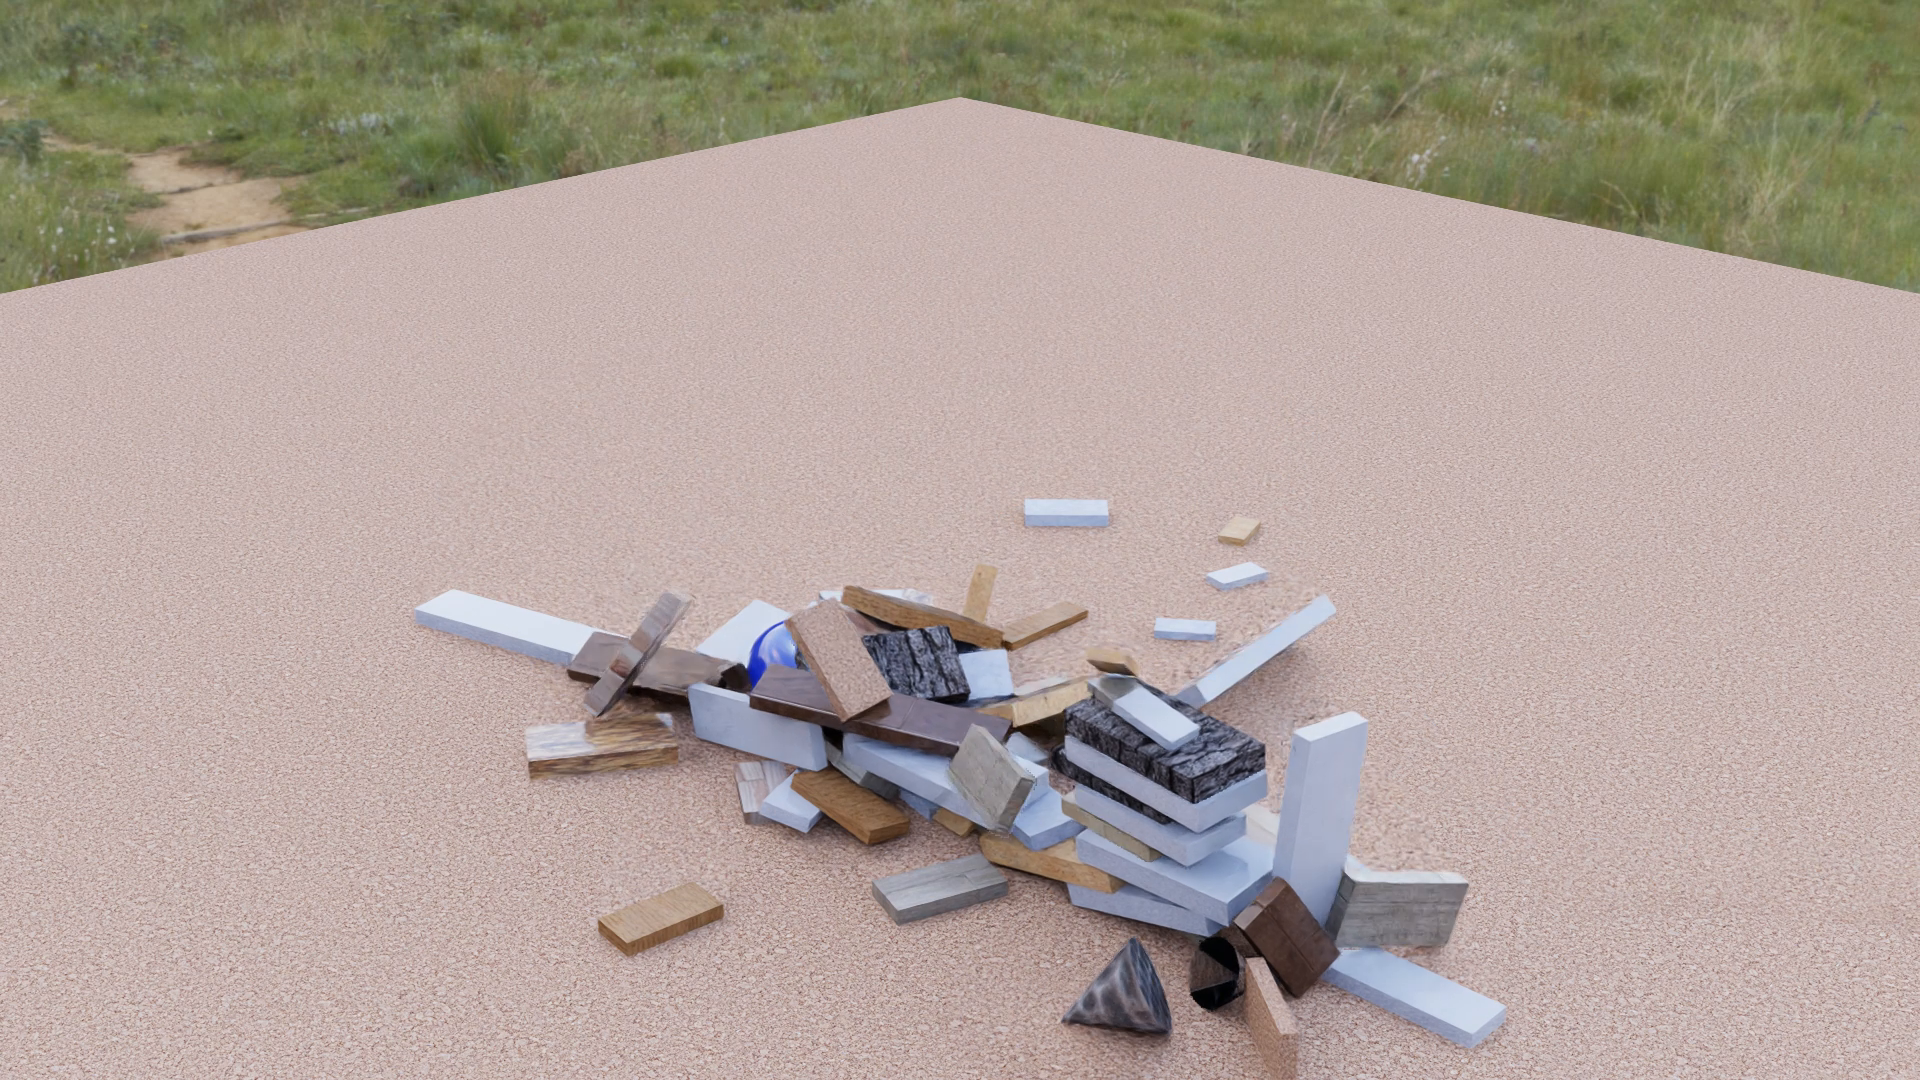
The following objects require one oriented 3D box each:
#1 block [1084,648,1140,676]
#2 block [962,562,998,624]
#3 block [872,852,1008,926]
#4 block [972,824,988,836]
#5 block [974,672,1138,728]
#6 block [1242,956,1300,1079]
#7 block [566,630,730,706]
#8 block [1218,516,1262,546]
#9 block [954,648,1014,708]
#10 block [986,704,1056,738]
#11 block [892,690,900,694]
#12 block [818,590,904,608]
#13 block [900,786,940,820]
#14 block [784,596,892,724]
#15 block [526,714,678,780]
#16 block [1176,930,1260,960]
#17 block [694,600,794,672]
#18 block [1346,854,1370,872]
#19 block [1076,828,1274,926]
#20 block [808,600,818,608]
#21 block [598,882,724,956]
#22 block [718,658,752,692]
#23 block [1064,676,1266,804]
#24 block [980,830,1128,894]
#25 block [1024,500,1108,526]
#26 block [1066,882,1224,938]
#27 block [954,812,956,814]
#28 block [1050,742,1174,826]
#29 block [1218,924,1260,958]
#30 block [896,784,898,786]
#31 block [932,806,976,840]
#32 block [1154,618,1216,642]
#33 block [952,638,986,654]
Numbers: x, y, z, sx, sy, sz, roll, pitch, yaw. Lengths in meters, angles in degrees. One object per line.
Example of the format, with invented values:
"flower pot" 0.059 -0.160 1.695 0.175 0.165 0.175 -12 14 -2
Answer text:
"block" 0.277 0.222 3.990 0.073 0.021 0.146 7 -10 16
"block" 0.046 0.132 5.238 0.021 0.148 0.074 15 -1 30
"block" -0.038 0.660 4.164 0.230 0.033 0.115 -11 25 -24
"block" 0.052 0.574 4.390 0.095 0.013 0.047 16 28 33
"block" 0.196 0.336 4.616 0.335 0.047 0.167 -14 -2 -35
"block" 0.522 0.812 3.704 0.031 0.111 0.222 -3 23 -7
"block" -0.693 0.293 4.930 0.376 0.035 0.122 10 48 26
"block" 0.736 -0.023 5.789 0.071 0.020 0.142 10 25 23
"block" -0.005 0.301 4.686 0.223 0.032 0.112 -6 58 -5
"block" 0.129 0.388 4.804 0.227 0.032 0.113 2 23 4
"block" -0.197 0.333 4.475 0.146 0.021 0.073 1 34 -2
"block" -0.205 0.164 5.271 0.245 0.035 0.122 -1 27 -23
"block" 0.002 0.508 4.522 0.227 0.032 0.113 -14 27 -31
"block" -0.242 0.237 4.385 0.116 0.232 0.033 -26 -9 -36
"block" -0.762 0.438 4.673 0.310 0.044 0.155 -5 23 -12
"block" 0.474 0.719 4.034 0.091 0.026 0.182 -16 28 -33
"block" -0.484 0.233 5.063 0.135 0.038 0.269 22 32 18
"block" 0.691 0.634 4.219 0.131 0.037 0.262 -11 26 -25
"block" 0.400 0.574 3.974 0.353 0.050 0.176 18 36 42
"block" -0.324 0.207 5.232 0.111 0.031 0.221 4 23 9
"block" -0.553 0.700 4.073 0.207 0.029 0.103 -18 29 -36
"block" -0.491 0.295 4.815 0.053 0.106 0.015 -25 61 -3
"block" 0.363 0.354 3.935 0.171 0.049 0.343 -22 31 -33
"block" 0.221 0.580 4.200 0.176 0.050 0.353 -28 21 -36
"block" 0.285 -0.073 5.894 0.221 0.031 0.111 0 23 1
"block" 0.383 0.637 4.053 0.176 0.050 0.353 -28 20 -36
"block" -0.032 0.461 4.458 0.120 0.034 0.239 -20 35 -30
"block" 0.320 0.423 4.022 0.146 0.041 0.292 -23 30 -35
"block" 0.517 0.699 4.014 0.091 0.026 0.182 -1 23 -3
"block" -0.132 0.442 4.623 0.113 0.032 0.227 -16 34 -26
"block" -0.009 0.559 4.395 0.047 0.013 0.095 -48 42 -14
"block" 0.536 0.214 5.232 0.142 0.020 0.071 3 23 8
"block" -0.054 0.247 5.138 0.111 0.031 0.221 -19 29 -37
